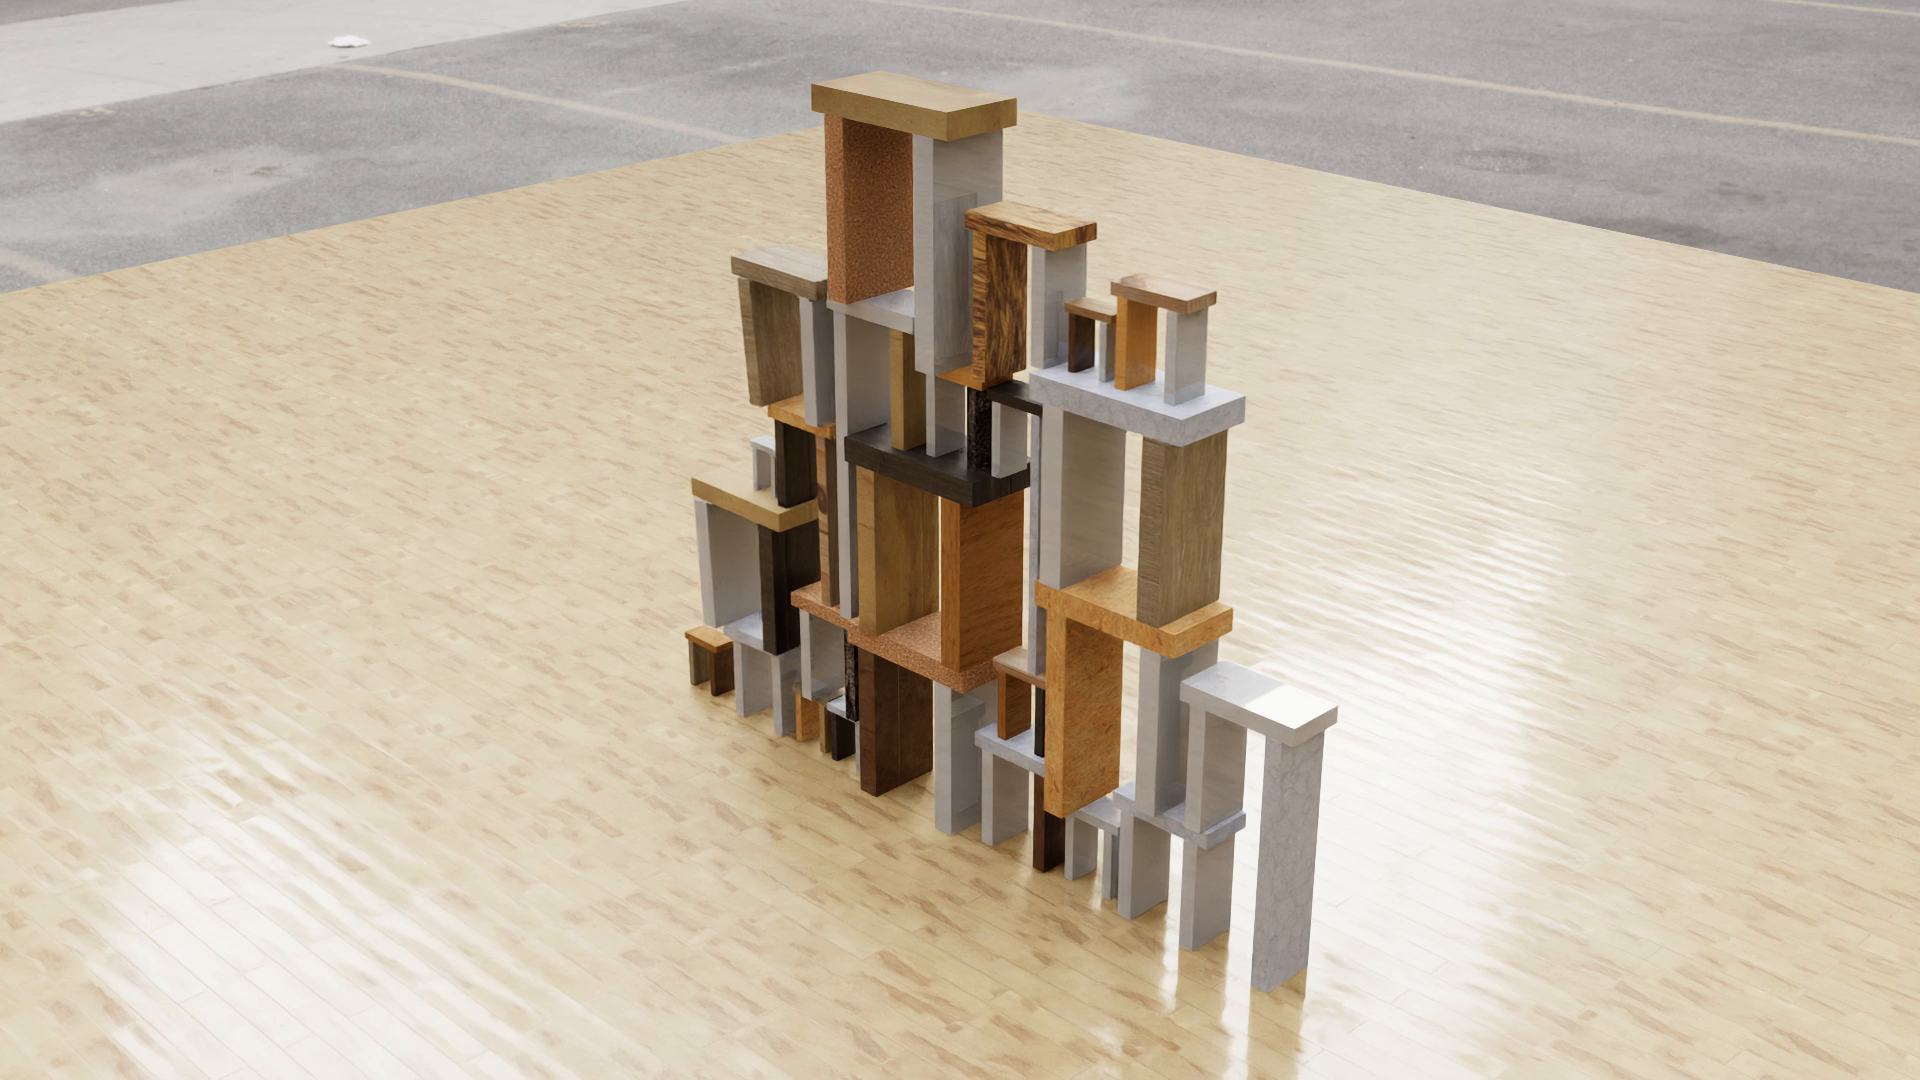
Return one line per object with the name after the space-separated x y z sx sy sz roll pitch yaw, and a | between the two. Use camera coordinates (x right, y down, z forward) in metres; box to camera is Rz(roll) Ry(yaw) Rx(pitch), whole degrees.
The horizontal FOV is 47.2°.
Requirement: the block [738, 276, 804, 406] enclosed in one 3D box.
-0.375 -0.413 4.447 0.131 0.262 0.037 -22 26 -40 | block

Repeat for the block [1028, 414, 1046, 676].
0.160 0.004 4.055 0.021 0.517 0.073 21 31 41 | block

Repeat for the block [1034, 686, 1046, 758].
0.174 0.334 4.179 0.021 0.146 0.073 21 31 41 | block

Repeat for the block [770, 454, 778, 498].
-0.370 -0.137 4.563 0.046 0.092 0.013 -19 29 -40 | block

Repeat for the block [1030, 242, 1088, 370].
0.173 -0.418 3.860 0.031 0.218 0.109 21 31 40 | block

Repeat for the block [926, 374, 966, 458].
-0.027 -0.245 4.149 0.023 0.162 0.081 21 31 41 | block

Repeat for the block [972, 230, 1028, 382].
0.073 -0.431 3.967 0.031 0.277 0.109 21 31 41 | block

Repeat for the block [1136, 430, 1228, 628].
0.384 -0.035 3.799 0.049 0.343 0.171 21 31 40 | block

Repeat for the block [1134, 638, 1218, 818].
0.388 0.319 3.942 0.046 0.327 0.163 21 31 40 | block

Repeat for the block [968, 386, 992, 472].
0.050 -0.215 4.079 0.023 0.162 0.081 21 31 41 | block

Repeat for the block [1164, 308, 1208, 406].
0.379 -0.314 3.684 0.023 0.163 0.081 21 31 40 | block

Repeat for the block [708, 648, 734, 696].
-0.534 0.290 4.934 0.016 0.112 0.056 21 31 41 | block

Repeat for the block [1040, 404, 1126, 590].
0.221 -0.098 3.947 0.049 0.343 0.171 21 31 40 | block

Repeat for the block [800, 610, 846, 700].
-0.287 0.226 4.633 0.029 0.205 0.103 21 31 41 | block

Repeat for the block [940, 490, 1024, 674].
0.043 0.063 4.205 0.049 0.349 0.175 21 31 41 | block

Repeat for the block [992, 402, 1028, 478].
0.092 -0.193 4.047 0.021 0.147 0.073 21 31 41 | block

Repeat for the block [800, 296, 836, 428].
-0.249 -0.364 4.328 0.131 0.262 0.037 -22 31 -40 | block

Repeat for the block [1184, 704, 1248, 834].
0.455 0.385 3.889 0.035 0.246 0.123 21 31 41 | block

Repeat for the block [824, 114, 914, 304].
-0.169 -0.635 4.134 0.176 0.353 0.050 -21 31 -41 | block

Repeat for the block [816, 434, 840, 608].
-0.243 -0.050 4.469 0.027 0.373 0.095 21 31 41 | block

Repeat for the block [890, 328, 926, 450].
-0.077 -0.299 4.182 0.034 0.237 0.118 21 31 41 | block

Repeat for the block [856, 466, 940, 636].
-0.121 -0.001 4.356 0.049 0.349 0.175 21 31 41 | block

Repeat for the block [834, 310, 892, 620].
-0.189 -0.154 4.365 0.118 0.647 0.034 -21 31 -41 | block

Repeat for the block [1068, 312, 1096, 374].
0.213 -0.350 3.841 0.015 0.107 0.054 21 30 40 | block

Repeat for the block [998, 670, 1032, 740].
0.106 0.307 4.242 0.021 0.146 0.073 21 31 41 | block

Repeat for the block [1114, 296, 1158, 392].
0.301 -0.343 3.754 0.023 0.163 0.081 21 31 40 | block

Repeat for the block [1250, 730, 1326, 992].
0.570 0.548 3.831 0.035 0.499 0.123 21 31 41 | block

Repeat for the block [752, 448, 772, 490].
-0.412 -0.156 4.606 0.046 0.092 0.013 -20 29 -41 | block

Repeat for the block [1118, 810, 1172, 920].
0.345 0.586 4.096 0.031 0.222 0.111 21 31 41 | block

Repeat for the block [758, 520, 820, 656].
-0.352 0.085 4.634 0.041 0.290 0.145 20 30 39 | block

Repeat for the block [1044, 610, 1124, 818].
0.231 0.300 4.099 0.046 0.416 0.163 21 31 40 | block

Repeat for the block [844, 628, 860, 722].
-0.191 0.264 4.545 0.029 0.205 0.103 21 30 40 | block

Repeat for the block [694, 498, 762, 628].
-0.496 0.032 4.760 0.041 0.290 0.145 18 29 41 | block

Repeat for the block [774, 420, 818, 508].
-0.332 -0.168 4.511 0.094 0.189 0.027 -21 31 -40 | block

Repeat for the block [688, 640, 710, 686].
-0.587 0.270 4.982 0.016 0.112 0.056 21 31 41 | block

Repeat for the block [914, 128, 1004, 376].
-0.003 -0.531 3.997 0.176 0.438 0.050 -21 31 -41 | block

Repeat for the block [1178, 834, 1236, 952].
0.450 0.627 3.999 0.031 0.222 0.111 21 31 41 | block

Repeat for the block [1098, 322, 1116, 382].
0.264 -0.330 3.795 0.015 0.107 0.054 21 30 40 | block
